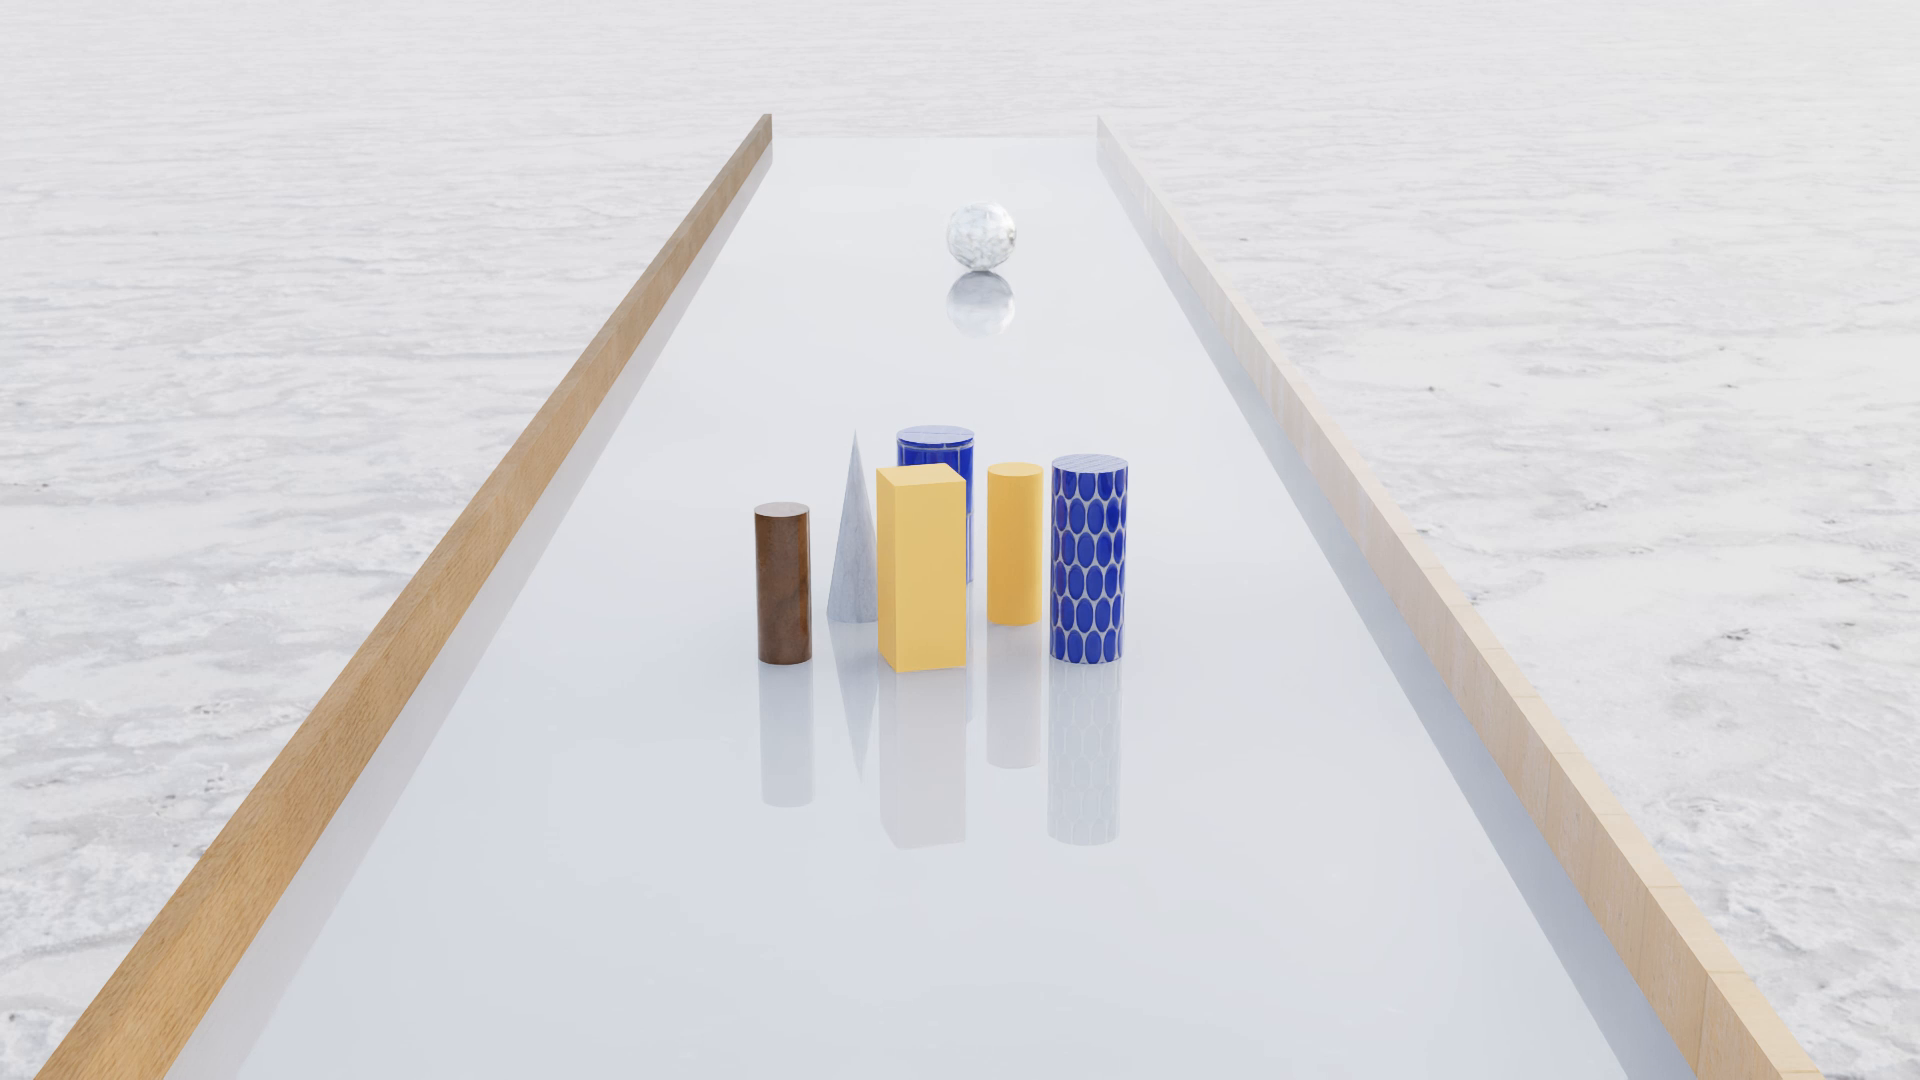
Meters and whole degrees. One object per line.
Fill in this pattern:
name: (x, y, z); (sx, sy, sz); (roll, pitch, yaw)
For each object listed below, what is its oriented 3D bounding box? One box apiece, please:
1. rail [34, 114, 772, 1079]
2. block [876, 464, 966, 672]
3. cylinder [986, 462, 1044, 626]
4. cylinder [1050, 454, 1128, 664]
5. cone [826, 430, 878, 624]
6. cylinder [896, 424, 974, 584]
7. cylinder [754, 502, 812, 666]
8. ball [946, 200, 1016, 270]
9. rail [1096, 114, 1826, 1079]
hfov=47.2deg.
rail: (-1.118, -0.838, 7.780); (0.050, 0.150, 12.000); (0, 17, -1)
block: (-0.077, 0.054, 4.376); (0.143, 0.382, 0.143); (-5, 17, -16)
cylinder: (0.116, 0.008, 4.631); (0.117, 0.325, 0.117); (0, 17, 0)
cylinder: (0.257, 0.037, 4.409); (0.153, 0.395, 0.153); (0, 17, 0)
cone: (-0.218, -0.039, 4.641); (0.135, 0.408, 0.135); (0, 17, 0)
cylinder: (-0.054, -0.075, 4.896); (0.173, 0.331, 0.173); (0, 17, 0)
cylinder: (-0.353, 0.086, 4.396); (0.110, 0.308, 0.110); (0, 17, 0)
ball: (0.084, -1.228, 8.856); (0.285, 0.285, 0.285); (0, 17, 0)
rail: (0.932, -0.844, 7.801); (0.050, 0.150, 12.000); (0, 17, -1)
